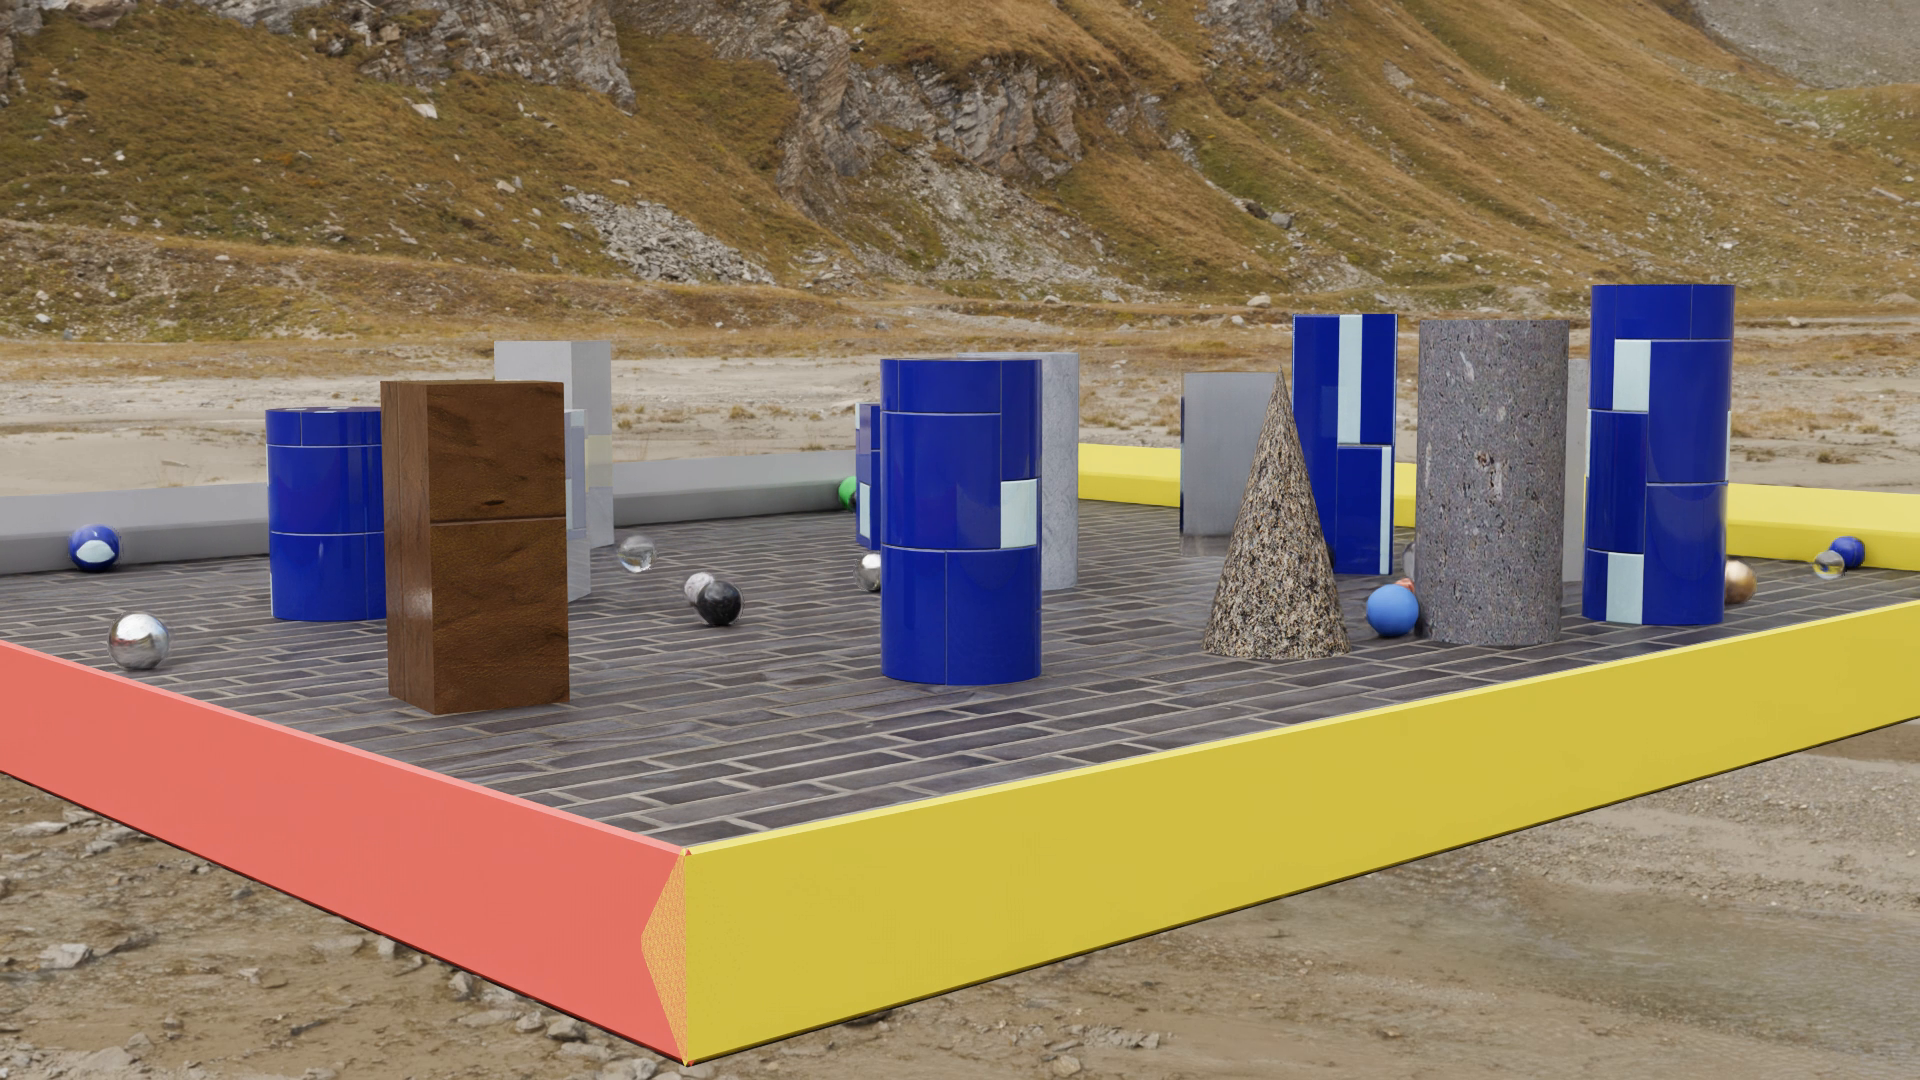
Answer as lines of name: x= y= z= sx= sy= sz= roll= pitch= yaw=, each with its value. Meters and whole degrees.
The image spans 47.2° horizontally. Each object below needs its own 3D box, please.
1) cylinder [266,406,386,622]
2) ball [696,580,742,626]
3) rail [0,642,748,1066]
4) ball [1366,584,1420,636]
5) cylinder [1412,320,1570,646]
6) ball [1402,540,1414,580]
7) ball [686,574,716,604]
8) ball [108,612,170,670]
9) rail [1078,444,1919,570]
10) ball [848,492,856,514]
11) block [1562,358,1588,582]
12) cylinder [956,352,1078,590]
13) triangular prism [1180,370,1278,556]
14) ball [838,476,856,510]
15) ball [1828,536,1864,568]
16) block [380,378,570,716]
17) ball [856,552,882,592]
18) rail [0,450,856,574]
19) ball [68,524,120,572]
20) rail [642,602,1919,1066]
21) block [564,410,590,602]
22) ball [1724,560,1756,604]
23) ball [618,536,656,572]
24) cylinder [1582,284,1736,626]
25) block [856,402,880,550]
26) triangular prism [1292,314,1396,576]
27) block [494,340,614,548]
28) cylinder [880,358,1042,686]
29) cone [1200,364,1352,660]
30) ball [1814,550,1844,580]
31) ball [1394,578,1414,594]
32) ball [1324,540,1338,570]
cylinder: x=-0.916 y=-0.042 z=3.241 sx=0.199 sy=0.301 sz=0.199 roll=0 pitch=6 yaw=0
ball: x=-0.341 y=0.090 z=3.118 sx=0.064 sy=0.064 sz=0.064 roll=0 pitch=6 yaw=0
rail: x=-1.092 y=0.138 z=2.330 sx=0.045 sy=0.129 sz=2.797 roll=-5 pitch=8 yaw=-42
ball: x=0.592 y=0.097 z=3.013 sx=0.072 sy=0.072 sz=0.072 roll=0 pitch=6 yaw=0
cylinder: x=0.726 y=-0.084 z=3.011 sx=0.199 sy=0.432 sz=0.199 roll=0 pitch=6 yaw=0
ball: x=0.756 y=0.034 z=3.544 sx=0.087 sy=0.087 sz=0.087 roll=0 pitch=6 yaw=0
ball: x=-0.393 y=0.074 z=3.338 sx=0.049 sy=0.049 sz=0.049 roll=0 pitch=6 yaw=0
ball: x=-1.021 y=0.126 z=2.733 sx=0.072 sy=0.072 sz=0.072 roll=0 pitch=6 yaw=0
rail: x=1.092 y=-0.071 z=4.334 sx=0.045 sy=0.129 sz=2.797 roll=-5 pitch=8 yaw=-42
ball: x=-0.212 y=-0.081 z=4.776 sx=0.059 sy=0.059 sz=0.059 roll=0 pitch=6 yaw=0
block: x=0.925 y=-0.119 z=3.664 sx=0.159 sy=0.365 sz=0.159 roll=-2 pitch=6 yaw=-23
cylinder: x=0.094 y=-0.116 z=3.585 sx=0.199 sy=0.376 sz=0.199 roll=0 pitch=6 yaw=0
triangular prism: x=0.487 y=-0.144 z=4.059 sx=0.172 sy=0.334 sz=0.149 roll=0 pitch=6 yaw=0
ball: x=-0.233 y=-0.104 z=4.906 sx=0.078 sy=0.078 sz=0.078 roll=0 pitch=6 yaw=0
ball: x=1.535 y=0.021 z=3.810 sx=0.057 sy=0.057 sz=0.057 roll=0 pitch=6 yaw=0
block: x=-0.556 y=0.001 z=2.519 sx=0.159 sy=0.364 sz=0.159 roll=-4 pitch=7 yaw=-32
ball: x=-0.136 y=0.051 z=3.505 sx=0.061 sy=0.061 sz=0.061 roll=0 pitch=6 yaw=0
rail: x=-0.932 y=-0.071 z=4.337 sx=3.019 sy=0.129 sz=0.045 roll=-5 pitch=8 yaw=-42
ball: x=-1.480 y=0.014 z=3.758 sx=0.082 sy=0.082 sz=0.082 roll=0 pitch=6 yaw=0
rail: x=0.932 y=0.138 z=2.327 sx=3.019 sy=0.129 sz=0.045 roll=-5 pitch=8 yaw=-42
block: x=-0.674 y=-0.053 z=3.397 sx=0.159 sy=0.290 sz=0.159 roll=1 pitch=6 yaw=8
ball: x=1.175 y=0.065 z=3.347 sx=0.067 sy=0.067 sz=0.067 roll=0 pitch=6 yaw=0
ball: x=-0.552 y=0.023 z=3.764 sx=0.063 sy=0.063 sz=0.063 roll=0 pitch=6 yaw=0
cylinder: x=1.011 y=-0.127 z=3.187 sx=0.199 sy=0.481 sz=0.199 roll=0 pitch=6 yaw=0
block: x=-0.105 y=-0.124 z=4.177 sx=0.159 sy=0.269 sz=0.159 roll=-1 pitch=6 yaw=-13
triangular prism: x=0.668 y=-0.169 z=3.791 sx=0.172 sy=0.439 sz=0.149 roll=2 pitch=6 yaw=16
block: x=-0.764 y=-0.181 z=4.146 sx=0.159 sy=0.389 sz=0.159 roll=2 pitch=6 yaw=18
cylinder: x=0.002 y=-0.029 z=2.700 sx=0.199 sy=0.386 sz=0.199 roll=0 pitch=6 yaw=0
cone: x=0.419 y=-0.045 z=2.898 sx=0.199 sy=0.378 sz=0.199 roll=0 pitch=6 yaw=0
ball: x=1.443 y=0.042 z=3.652 sx=0.049 sy=0.049 sz=0.049 roll=0 pitch=6 yaw=0
ball: x=0.654 y=0.084 z=3.220 sx=0.054 sy=0.054 sz=0.054 roll=0 pitch=6 yaw=0
ball: x=0.608 y=0.030 z=3.716 sx=0.059 sy=0.059 sz=0.059 roll=0 pitch=6 yaw=0
